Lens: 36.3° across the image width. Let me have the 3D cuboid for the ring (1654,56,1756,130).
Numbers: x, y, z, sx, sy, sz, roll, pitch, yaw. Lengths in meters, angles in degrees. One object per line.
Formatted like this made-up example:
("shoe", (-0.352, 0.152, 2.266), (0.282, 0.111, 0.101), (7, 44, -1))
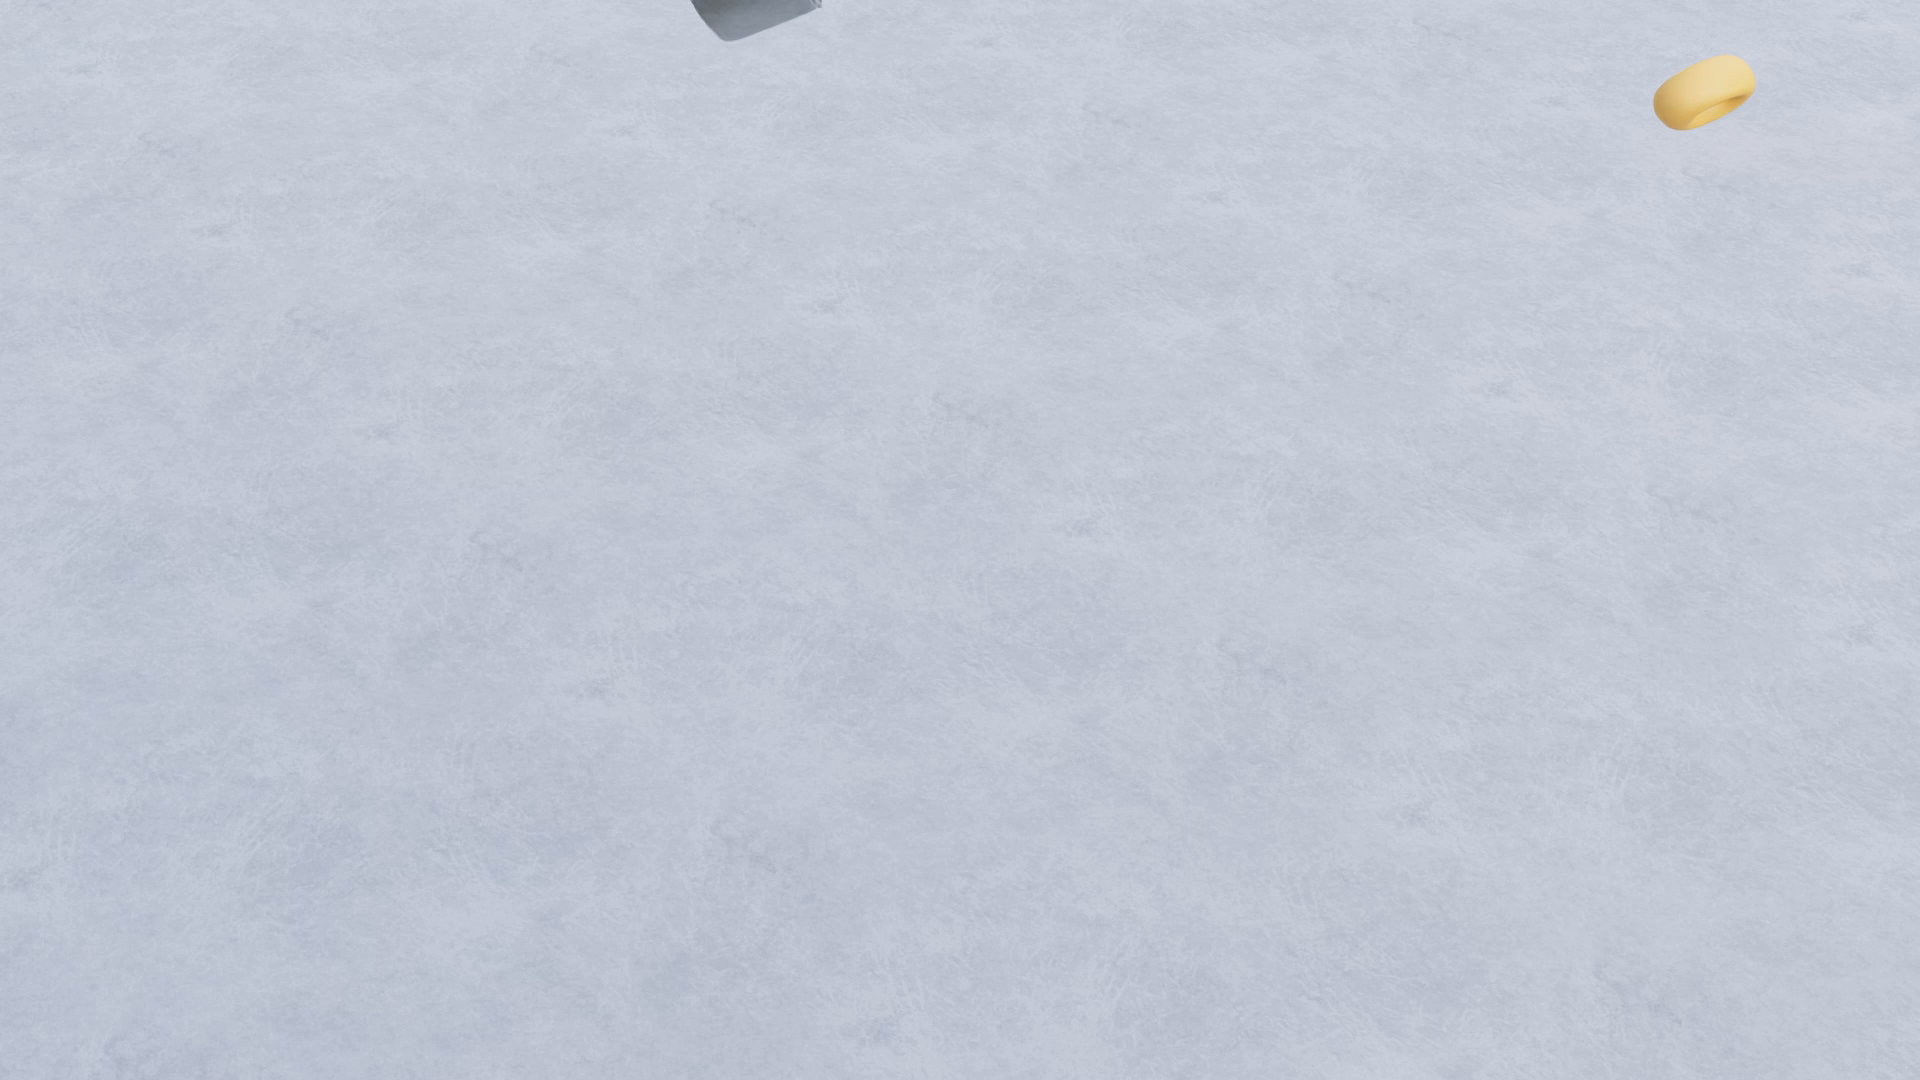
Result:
("ring", (2.281, -1.371, 8.984), (0.390, 0.246, 0.143), (-21, 75, -34))
